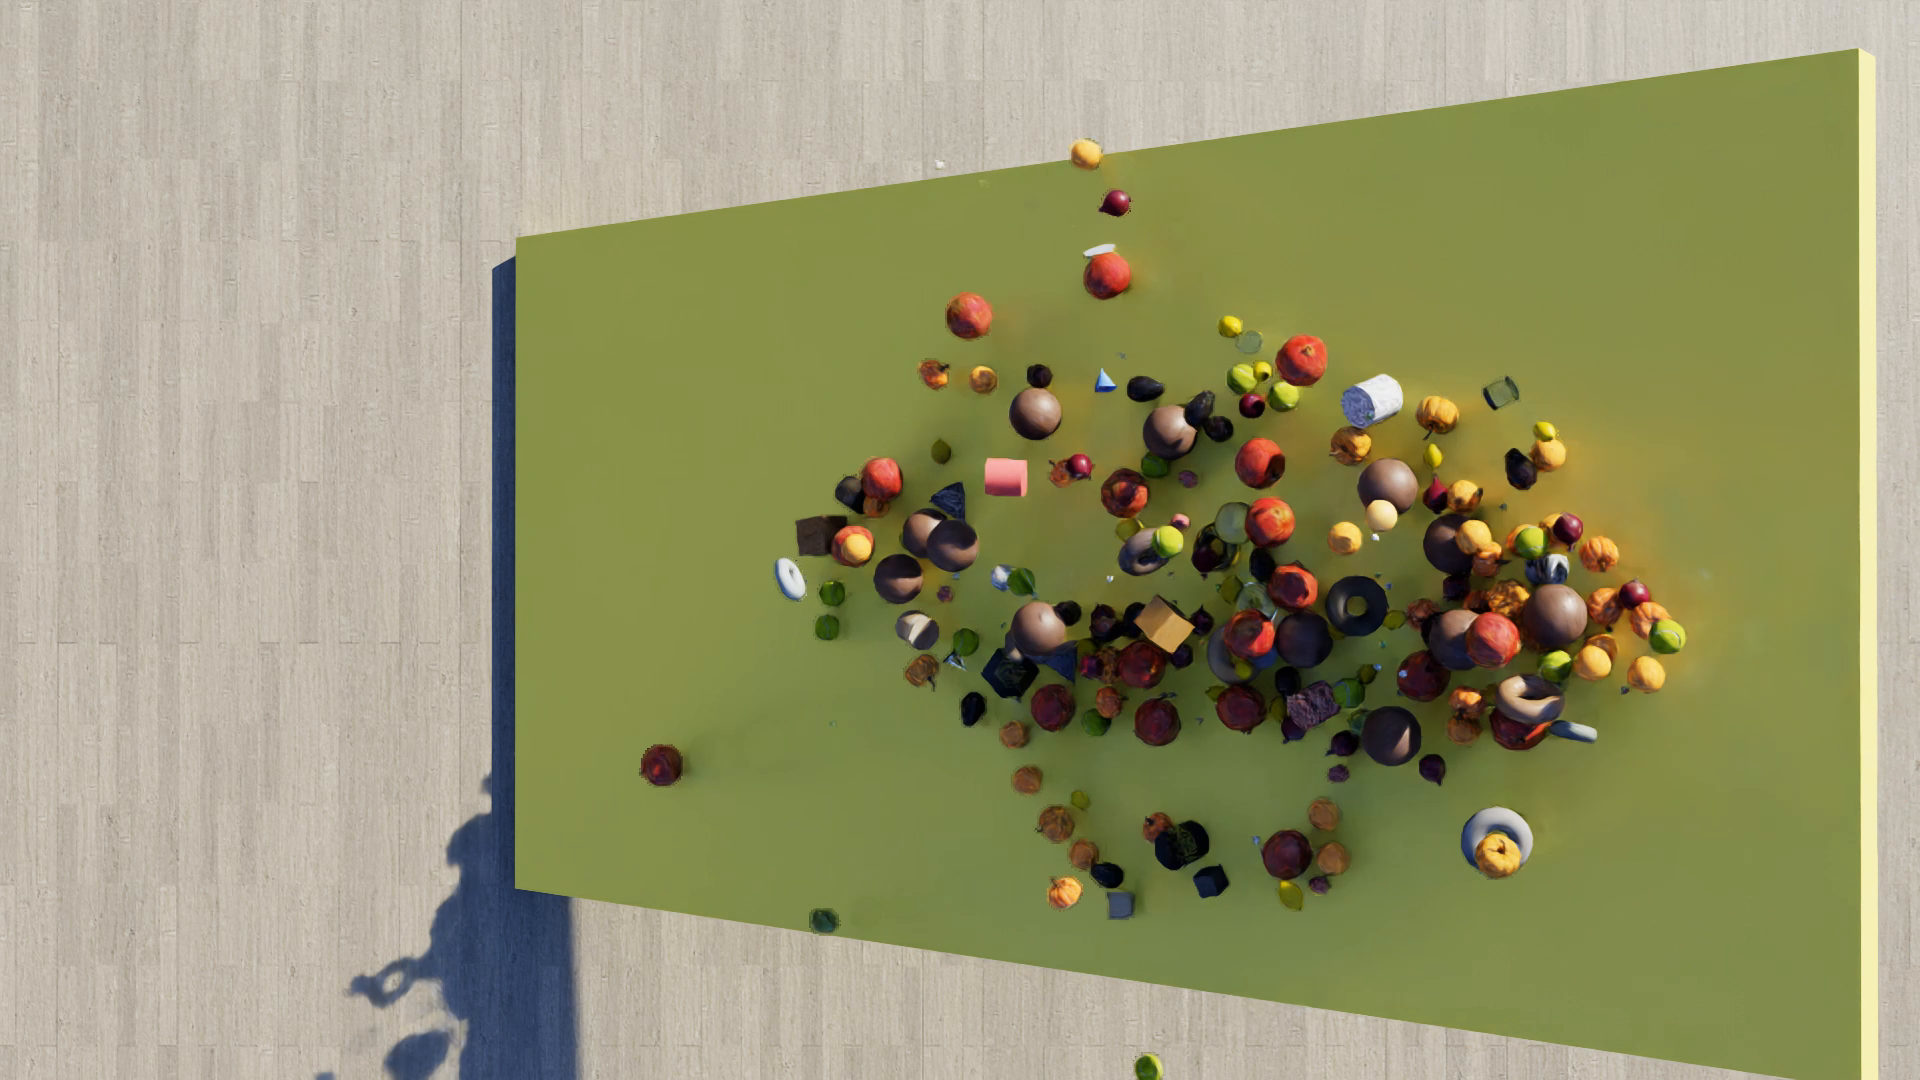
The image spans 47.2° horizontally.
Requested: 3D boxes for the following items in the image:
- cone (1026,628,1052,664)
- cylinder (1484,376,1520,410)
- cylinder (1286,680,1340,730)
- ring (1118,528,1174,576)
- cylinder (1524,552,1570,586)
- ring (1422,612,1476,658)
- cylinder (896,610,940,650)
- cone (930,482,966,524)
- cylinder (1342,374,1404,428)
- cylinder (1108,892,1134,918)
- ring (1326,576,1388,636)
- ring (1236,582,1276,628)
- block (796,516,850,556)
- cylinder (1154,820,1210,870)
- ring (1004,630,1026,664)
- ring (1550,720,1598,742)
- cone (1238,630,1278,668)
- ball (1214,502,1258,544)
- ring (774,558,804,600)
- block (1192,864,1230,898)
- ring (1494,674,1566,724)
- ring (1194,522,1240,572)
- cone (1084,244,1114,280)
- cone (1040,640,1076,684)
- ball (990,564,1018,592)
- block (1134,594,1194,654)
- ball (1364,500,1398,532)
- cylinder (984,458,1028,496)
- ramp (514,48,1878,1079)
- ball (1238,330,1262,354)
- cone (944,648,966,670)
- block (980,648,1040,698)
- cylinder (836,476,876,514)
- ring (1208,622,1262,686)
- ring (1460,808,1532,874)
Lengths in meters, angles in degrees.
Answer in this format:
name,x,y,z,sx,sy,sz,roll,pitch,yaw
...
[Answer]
name,x,y,z,sx,sy,sz,roll,pitch,yaw
cone,0.163,0.265,5.435,0.092,0.092,0.092,-1,90,-41
cylinder,1.148,-0.311,4.663,0.054,0.054,0.054,-28,90,36
cylinder,0.789,0.369,4.913,0.085,0.085,0.085,-26,90,-17
ring,0.430,0.028,5.075,0.141,0.141,0.047,-27,54,0
cylinder,1.223,0.060,4.581,0.065,0.065,0.065,-7,100,-42
ring,1.047,0.204,4.716,0.122,0.122,0.041,37,51,0
cylinder,-0.109,0.231,5.650,0.084,0.084,0.084,-8,107,-26
cone,-0.010,-0.080,5.580,0.099,0.099,0.099,-29,79,0
cylinder,0.901,-0.303,4.805,0.094,0.094,0.094,-22,90,-34
cylinder,0.385,0.875,5.275,0.059,0.059,0.059,-2,83,0
ring,0.868,0.144,4.813,0.135,0.045,0.135,-1,86,10
ring,0.681,0.149,5.048,0.036,0.108,0.108,-12,90,-41
block,-0.367,-0.011,5.877,0.096,0.096,0.096,-10,83,39
cylinder,0.518,0.714,5.138,0.091,0.091,0.091,-18,90,-43
ring,0.135,0.260,5.372,0.028,0.083,0.083,-8,90,34
ring,1.257,0.392,4.503,0.097,0.097,0.032,13,86,0
cone,0.658,0.246,4.976,0.089,0.089,0.089,5,90,-42
ball,0.633,-0.039,5.037,0.100,0.100,0.100,0,90,0
ring,-0.441,0.102,5.702,0.039,0.116,0.116,-25,90,16
block,0.584,0.794,5.111,0.052,0.052,0.052,-17,100,41
ring,1.171,0.327,4.520,0.144,0.144,0.048,-1,120,0
ring,0.599,0.017,5.120,0.117,0.039,0.117,1,92,33
cone,0.347,-0.668,5.336,0.078,0.078,0.078,-17,110,0
cone,0.263,0.314,5.393,0.098,0.098,0.098,-26,102,0
ball,0.108,0.093,5.428,0.067,0.067,0.067,0,90,0
block,0.471,0.194,5.064,0.082,0.082,0.082,33,102,-38
ball,0.886,-0.050,4.629,0.070,0.070,0.070,0,90,0
cylinder,0.111,-0.150,5.272,0.089,0.089,0.089,4,90,12
ramp,0.213,0.062,5.528,4.000,0.100,2.000,0,90,39
ball,0.667,-0.455,5.059,0.056,0.056,0.056,0,90,0
cone,-0.004,0.313,5.624,0.055,0.055,0.055,-44,91,0
block,0.126,0.329,5.477,0.087,0.087,0.087,48,118,29
cylinder,-0.275,-0.120,5.811,0.077,0.077,0.077,33,90,39
ring,0.638,0.263,5.083,0.149,0.050,0.149,-1,88,38
ring,1.117,0.627,4.577,0.146,0.049,0.146,2,101,9
